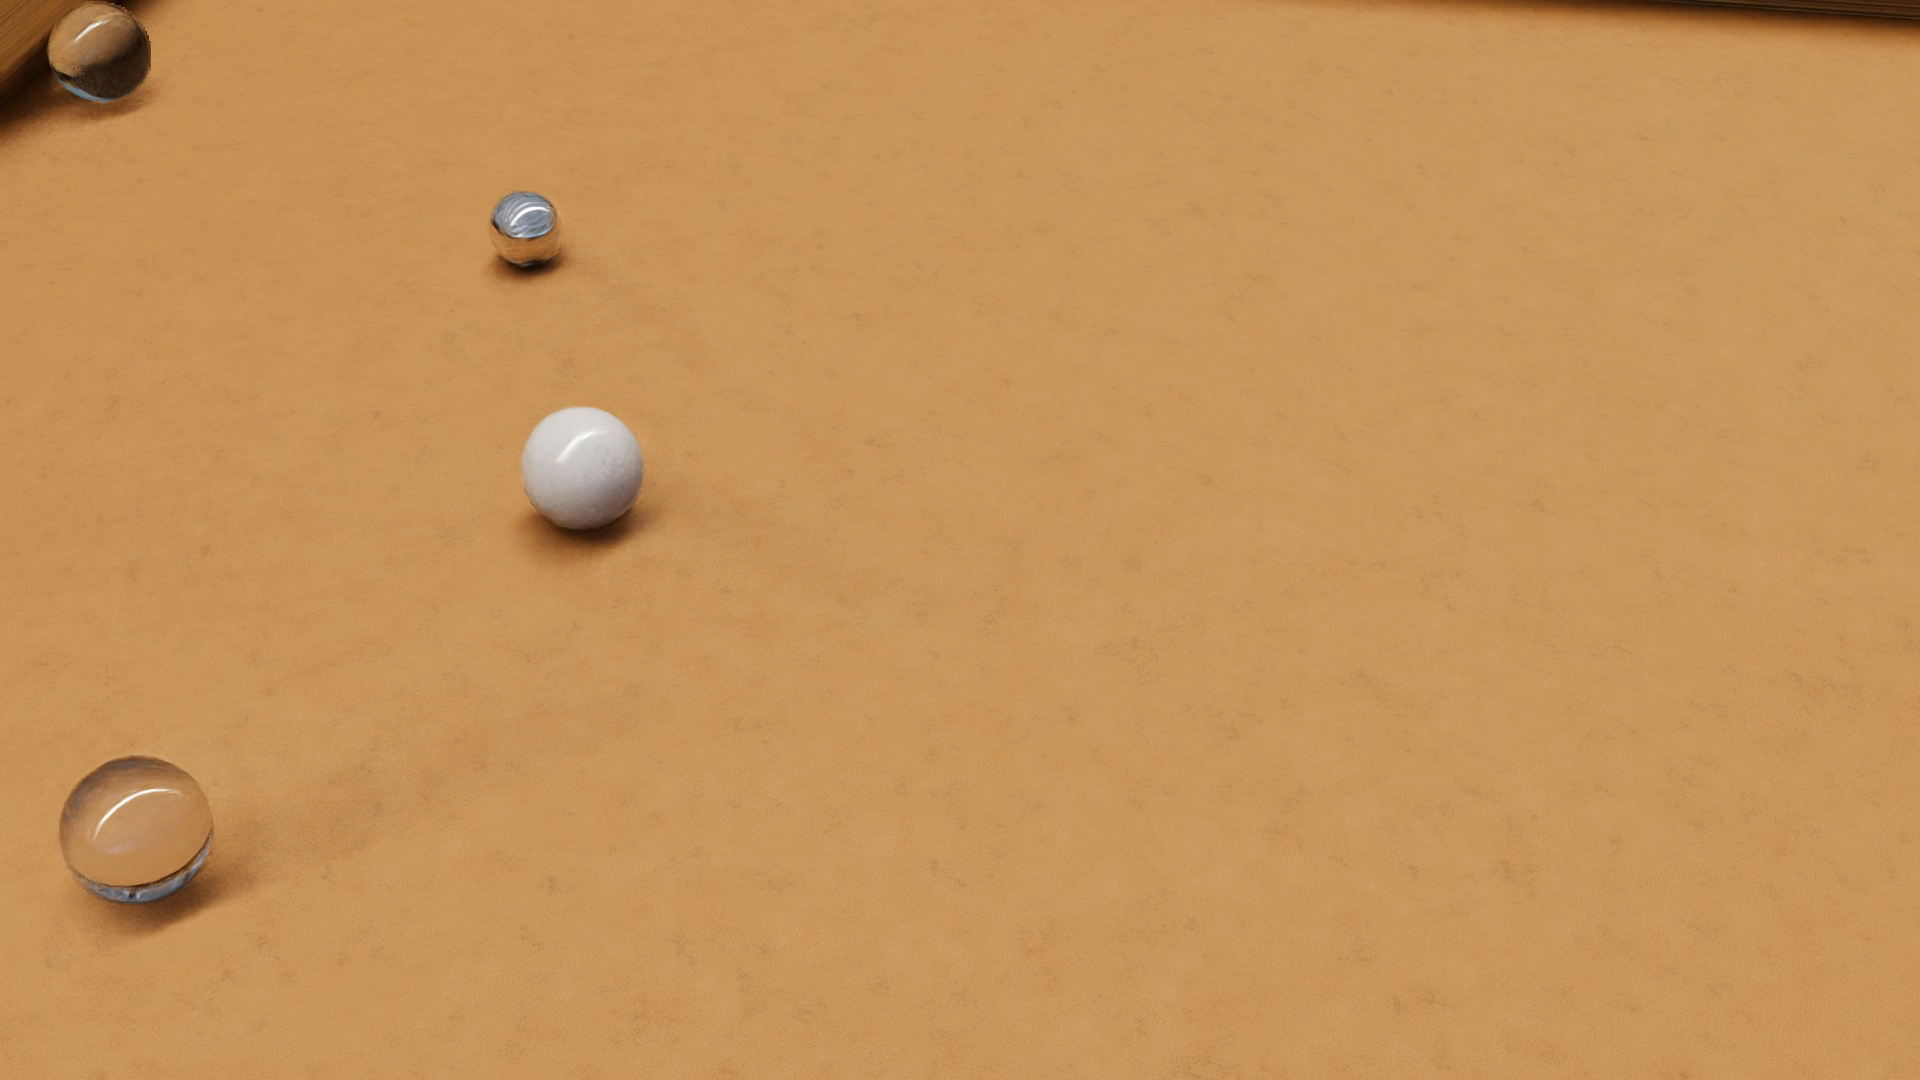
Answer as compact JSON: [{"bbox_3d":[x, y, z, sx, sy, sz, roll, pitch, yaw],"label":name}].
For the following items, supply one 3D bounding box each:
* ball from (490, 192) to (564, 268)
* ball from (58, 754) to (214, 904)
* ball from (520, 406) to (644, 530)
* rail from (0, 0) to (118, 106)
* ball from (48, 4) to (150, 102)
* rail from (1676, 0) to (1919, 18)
[{"bbox_3d":[-0.364,-0.260,2.154,0.062,0.062,0.062,0,35,0],"label":"ball"},{"bbox_3d":[-0.487,0.171,1.517,0.088,0.088,0.088,0,35,0],"label":"ball"},{"bbox_3d":[-0.270,-0.051,1.833,0.088,0.088,0.088,0,35,0],"label":"ball"},{"bbox_3d":[-0.985,-0.118,1.900,0.045,0.119,2.245,6,35,8],"label":"rail"},{"bbox_3d":[-0.808,-0.457,2.409,0.092,0.092,0.092,0,35,0],"label":"ball"},{"bbox_3d":[1.198,-0.539,2.499,4.094,0.119,0.045,6,35,8],"label":"rail"}]
